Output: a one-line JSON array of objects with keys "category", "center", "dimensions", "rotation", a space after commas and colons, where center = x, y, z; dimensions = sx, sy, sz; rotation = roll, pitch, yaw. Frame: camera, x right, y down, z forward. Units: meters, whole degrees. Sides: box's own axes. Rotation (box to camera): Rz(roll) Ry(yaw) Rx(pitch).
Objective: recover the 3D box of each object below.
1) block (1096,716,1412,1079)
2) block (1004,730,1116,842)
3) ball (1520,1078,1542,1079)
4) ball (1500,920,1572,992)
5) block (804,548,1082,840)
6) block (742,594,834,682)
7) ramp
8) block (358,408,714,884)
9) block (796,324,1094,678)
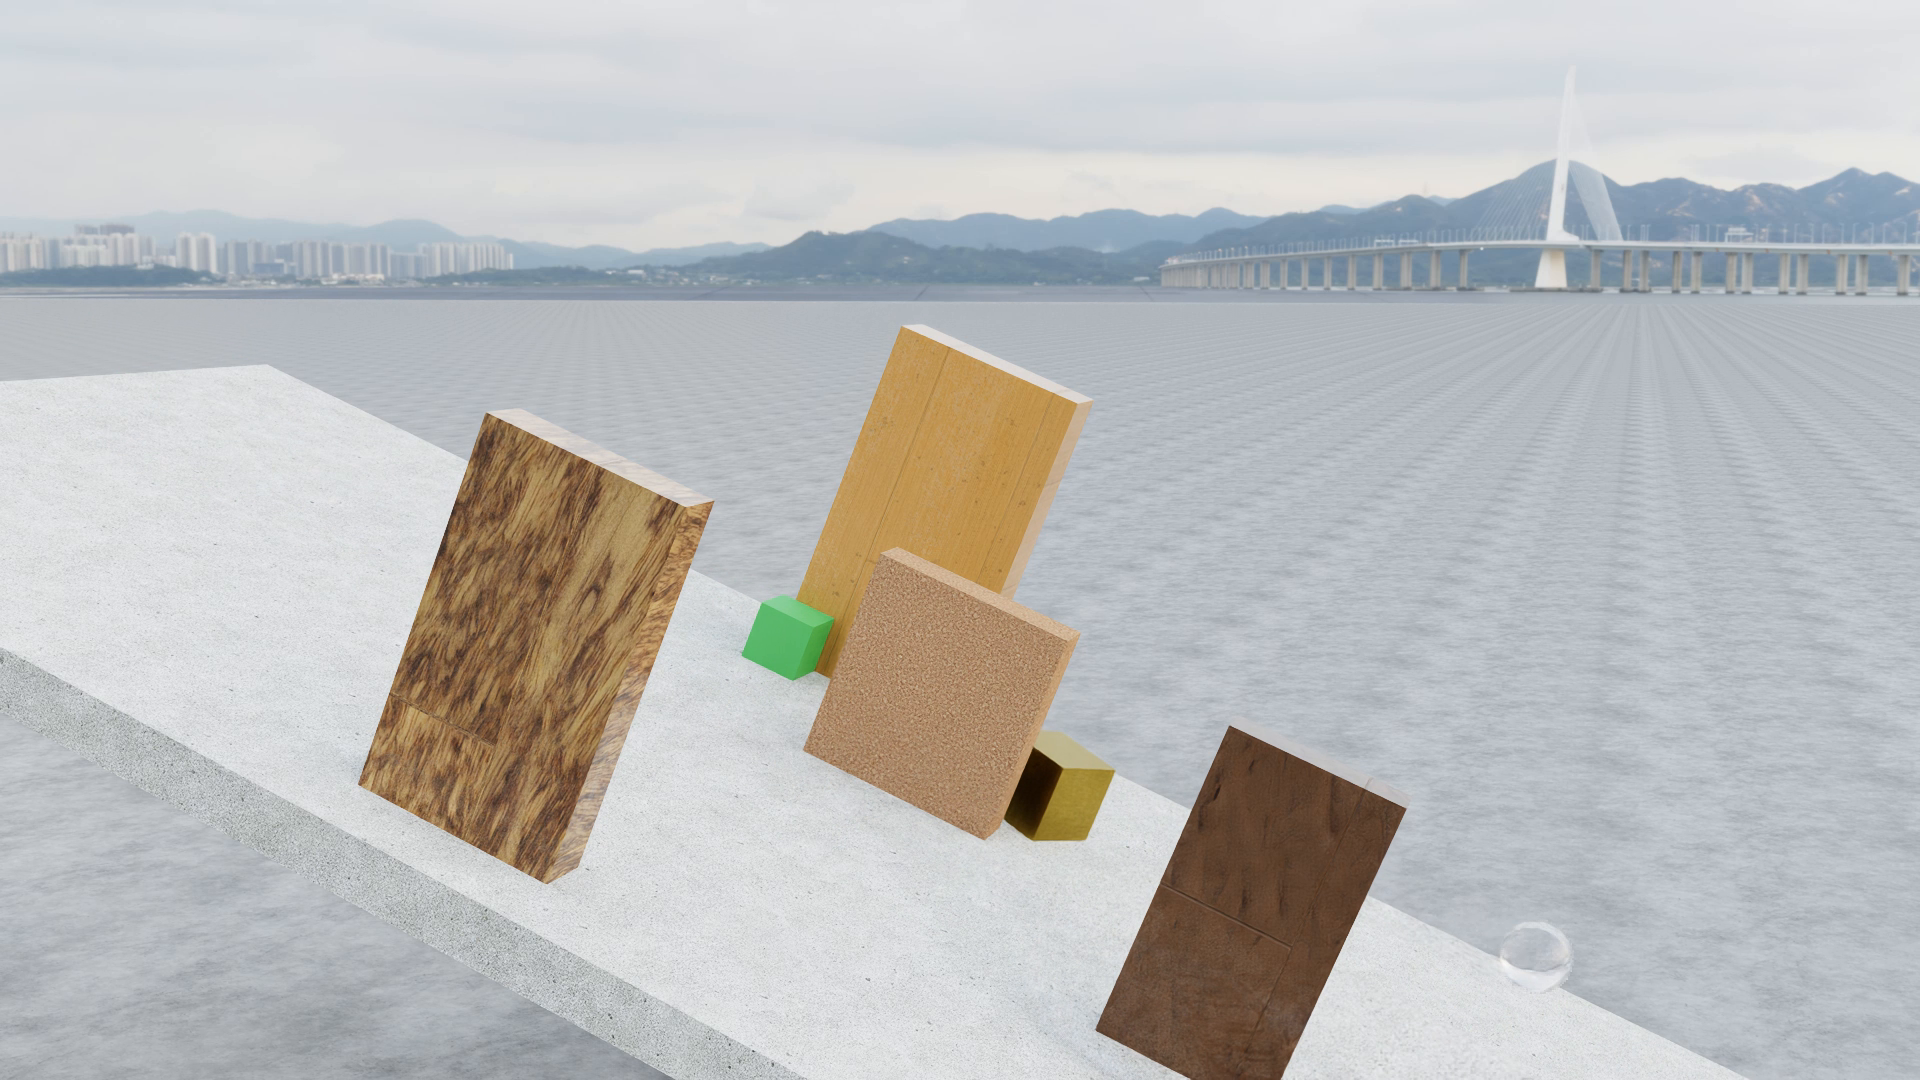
[{"category": "block", "center": [0.478, 0.616, 3.612], "dimensions": [0.308, 0.575, 0.087], "rotation": [25, 13, 13]}, {"category": "block", "center": [0.179, 0.503, 4.508], "dimensions": [0.167, 0.167, 0.167], "rotation": [8, 19, -47]}, {"category": "ball", "center": [0.965, 1.003, 3.692], "dimensions": [0.194, 0.194, 0.194], "rotation": [0, 7, 0]}, {"category": "ball", "center": [1.230, 0.889, 4.697], "dimensions": [0.149, 0.149, 0.149], "rotation": [0, 7, 0]}, {"category": "block", "center": [-0.039, 0.302, 4.360], "dimensions": [0.410, 0.438, 0.107], "rotation": [25, 13, 13]}, {"category": "block", "center": [-0.379, 0.214, 4.853], "dimensions": [0.131, 0.131, 0.131], "rotation": [25, 13, 13]}, {"category": "ramp", "center": [-0.302, 0.534, 4.192], "dimensions": [4.000, 0.100, 2.000], "rotation": [25, 13, 13]}, {"category": "block", "center": [-0.665, 0.164, 3.427], "dimensions": [0.356, 0.644, 0.106], "rotation": [25, 13, 13]}, {"category": "block", "center": [-0.060, -0.027, 4.872], "dimensions": [0.426, 0.791, 0.147], "rotation": [25, 13, 13]}]
